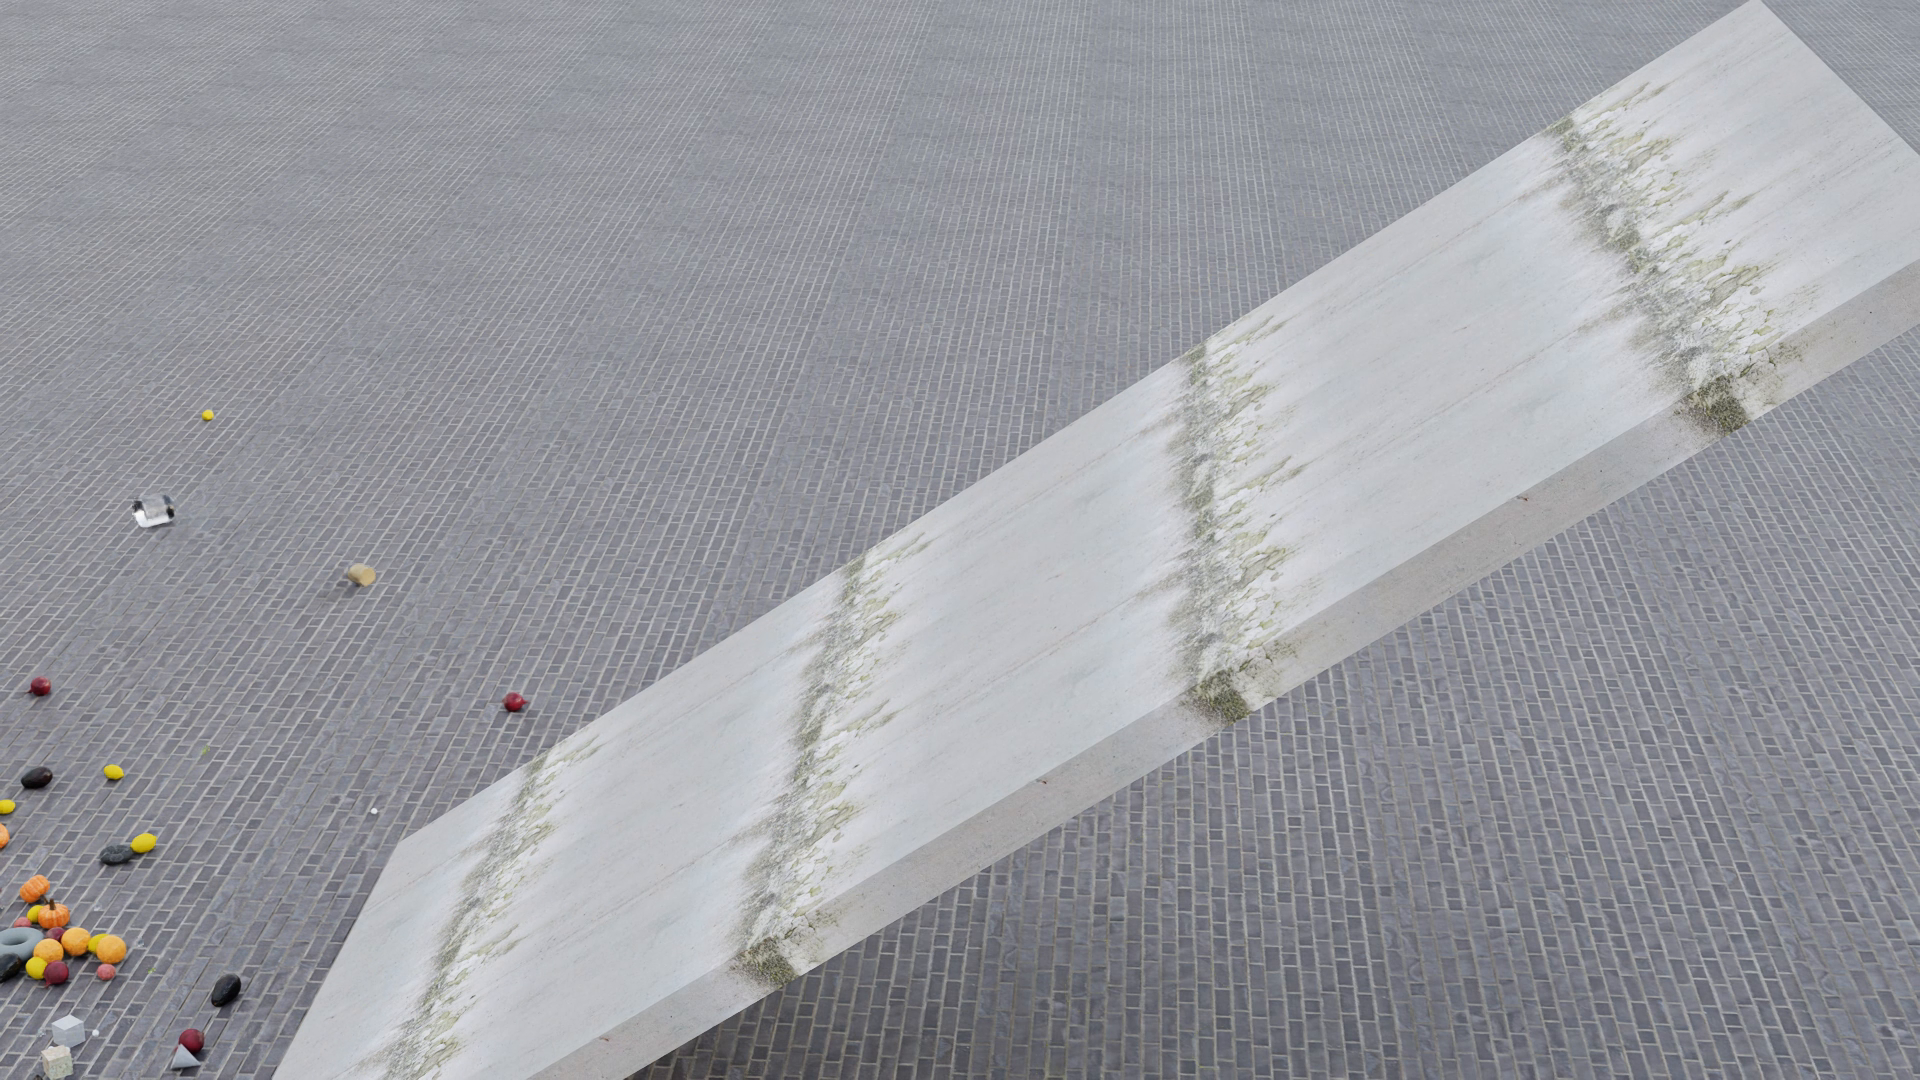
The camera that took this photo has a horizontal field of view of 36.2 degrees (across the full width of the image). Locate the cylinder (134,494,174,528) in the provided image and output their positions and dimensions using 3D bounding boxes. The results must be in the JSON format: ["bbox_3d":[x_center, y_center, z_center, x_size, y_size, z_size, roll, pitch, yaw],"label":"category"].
[{"bbox_3d":[-2.783,-0.101,10.158,0.100,0.100,0.100,-17,27,-37],"label":"cylinder"}]

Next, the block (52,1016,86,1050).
[{"bbox_3d":[-2.100,1.159,6.929,0.052,0.052,0.052,16,26,36],"label":"block"}]

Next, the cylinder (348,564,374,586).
[{"bbox_3d":[-1.964,0.116,9.645,0.060,0.060,0.060,17,27,37],"label":"cylinder"}]

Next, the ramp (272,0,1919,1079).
[{"bbox_3d":[0.137,0.172,6.302,4.000,0.100,2.000,-32,16,15],"label":"ramp"}]

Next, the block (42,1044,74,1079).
[{"bbox_3d":[-2.087,1.208,6.801,0.052,0.052,0.052,-14,25,-32],"label":"block"}]

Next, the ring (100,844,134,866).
[{"bbox_3d":[-2.240,0.836,7.807,0.087,0.029,0.087,-1,22,0],"label":"ring"}]

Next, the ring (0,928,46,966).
[{"bbox_3d":[-2.350,1.011,7.320,0.149,0.050,0.149,-1,20,0],"label":"ring"}]

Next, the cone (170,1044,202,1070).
[{"bbox_3d":[-1.791,1.209,6.831,0.063,0.063,0.063,23,16,-15],"label":"cone"}]
